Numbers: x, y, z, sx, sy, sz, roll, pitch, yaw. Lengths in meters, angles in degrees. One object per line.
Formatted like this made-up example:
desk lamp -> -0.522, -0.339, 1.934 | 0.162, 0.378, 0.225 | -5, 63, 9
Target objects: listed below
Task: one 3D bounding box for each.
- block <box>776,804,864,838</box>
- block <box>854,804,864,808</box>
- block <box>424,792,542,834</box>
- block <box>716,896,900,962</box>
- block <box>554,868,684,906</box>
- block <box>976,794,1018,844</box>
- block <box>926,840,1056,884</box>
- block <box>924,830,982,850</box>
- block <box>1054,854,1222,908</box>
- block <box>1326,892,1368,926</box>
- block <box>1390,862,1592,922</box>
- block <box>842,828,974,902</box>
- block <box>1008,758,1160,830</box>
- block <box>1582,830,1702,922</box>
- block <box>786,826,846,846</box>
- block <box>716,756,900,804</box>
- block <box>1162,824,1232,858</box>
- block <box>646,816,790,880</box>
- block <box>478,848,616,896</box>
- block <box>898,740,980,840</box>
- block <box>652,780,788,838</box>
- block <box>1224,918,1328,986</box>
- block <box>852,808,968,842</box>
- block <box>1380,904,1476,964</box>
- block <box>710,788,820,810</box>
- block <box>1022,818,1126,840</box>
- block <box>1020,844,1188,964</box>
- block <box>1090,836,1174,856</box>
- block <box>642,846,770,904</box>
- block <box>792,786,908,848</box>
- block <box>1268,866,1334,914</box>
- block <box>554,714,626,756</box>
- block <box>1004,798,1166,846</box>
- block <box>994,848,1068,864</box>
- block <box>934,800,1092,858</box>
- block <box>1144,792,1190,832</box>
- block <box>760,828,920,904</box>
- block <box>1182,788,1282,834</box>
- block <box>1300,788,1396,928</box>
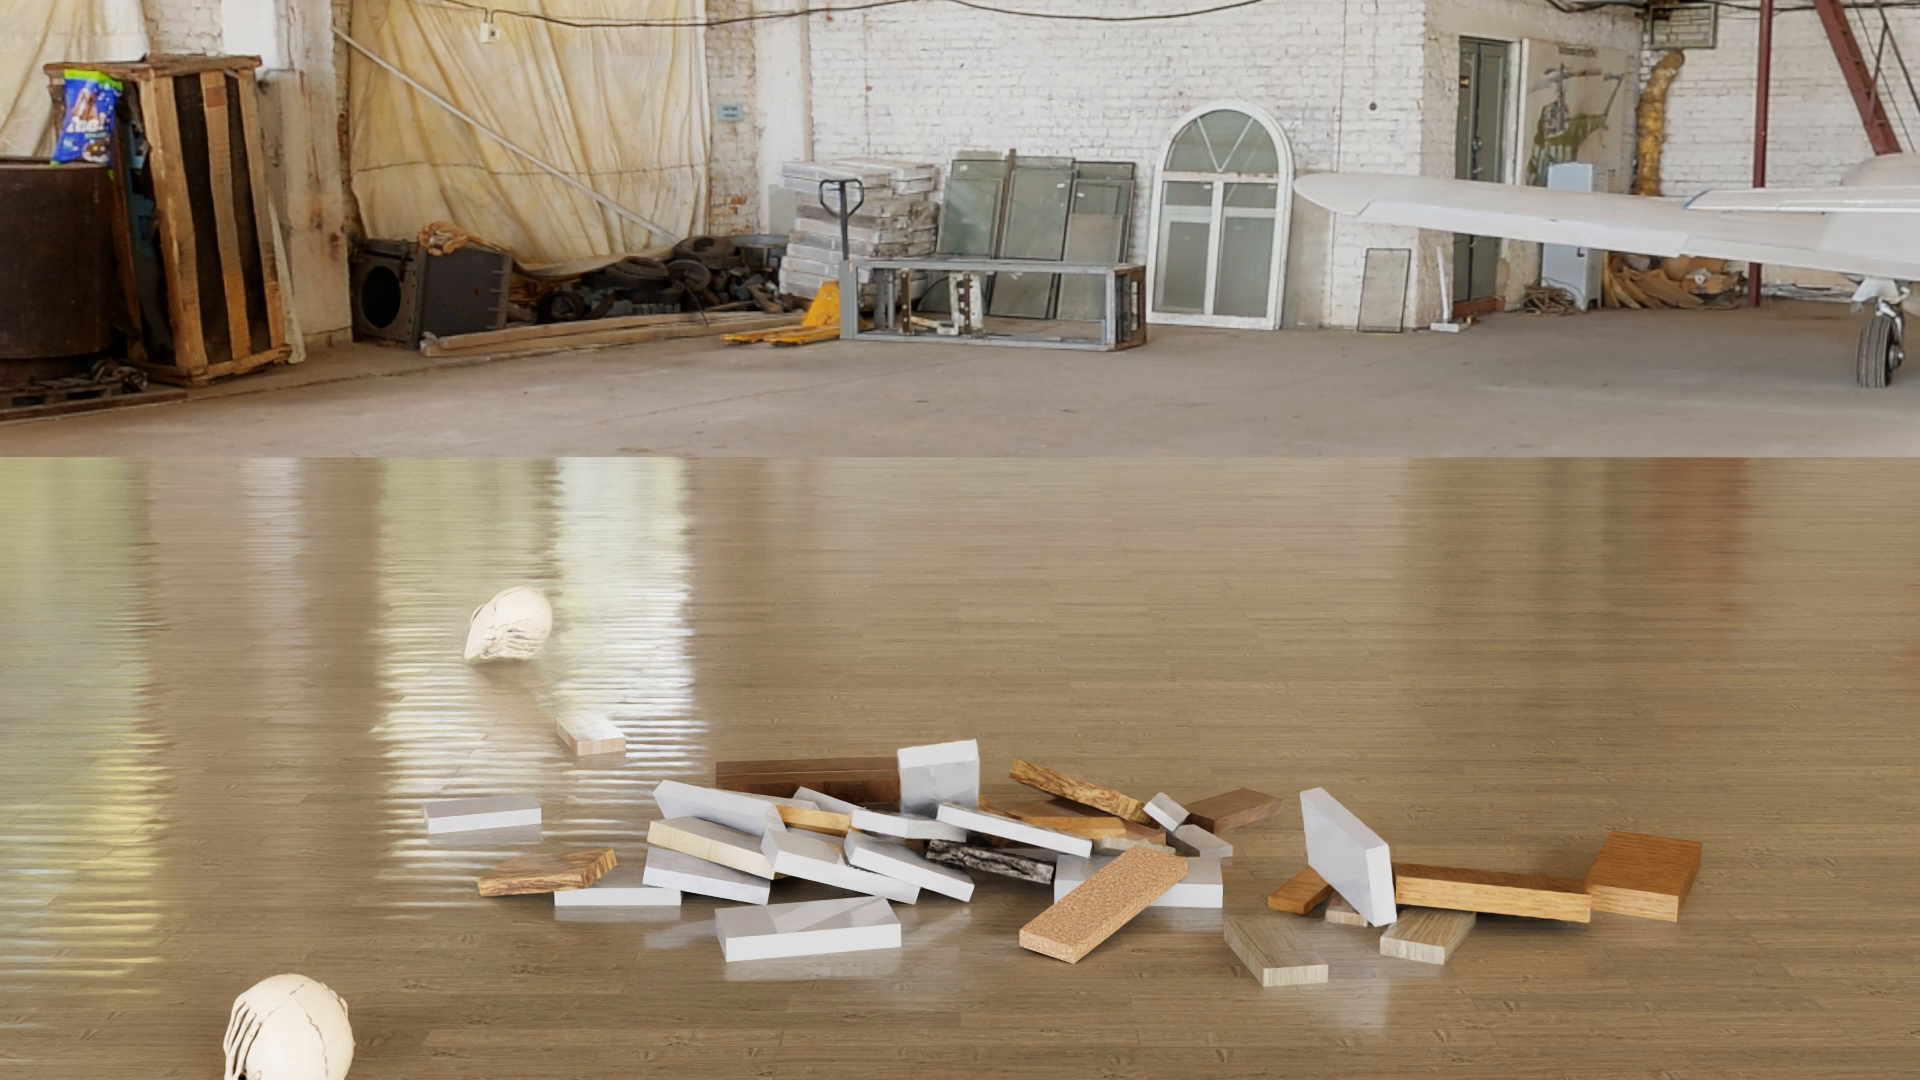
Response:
block -> -0.269, 0.508, 3.846 | 0.211, 0.105, 0.030 | 5, 55, 24
block -> -0.263, 0.495, 4.100 | 0.101, 0.029, 0.202 | -5, 12, -27
block -> -0.881, 0.504, 4.056 | 0.202, 0.029, 0.101 | -3, 11, -18
block -> -0.240, 0.610, 3.459 | 0.273, 0.038, 0.133 | -3, 11, -13
block -> -0.563, 0.576, 3.662 | 0.206, 0.029, 0.103 | 0, 11, 0
block -> 0.023, 0.489, 4.011 | 0.066, 0.019, 0.349 | -3, 11, -21
block -> 0.055, 0.538, 3.690 | 0.210, 0.030, 0.105 | 12, -5, 7
block -> -0.006, 0.518, 3.983 | 0.095, 0.027, 0.190 | 1, 11, 6
block -> 0.298, 0.569, 3.677 | 0.275, 0.039, 0.137 | 1, 11, 4
block -> 0.643, 0.595, 3.589 | 0.066, 0.019, 0.132 | 4, 11, 20
block -> 0.852, 0.568, 3.556 | 0.303, 0.043, 0.152 | 5, 1, 7
block -> -0.086, 0.539, 3.646 | 0.210, 0.030, 0.105 | 20, 5, -12
block -> 0.231, 0.469, 4.050 | 0.137, 0.039, 0.274 | 27, -9, -40
block -> 1.149, 0.562, 3.701 | 0.152, 0.043, 0.303 | 5, 12, 25
block -> -0.237, 0.533, 3.801 | 0.131, 0.065, 0.018 | 6, 49, 31
block -> -0.266, 0.453, 4.132 | 0.383, 0.043, 0.152 | -1, 11, -6
block -> 0.420, 0.537, 3.905 | 0.067, 0.019, 0.134 | -5, 12, -24
block -> -0.391, 0.520, 3.729 | 0.248, 0.035, 0.124 | 13, 3, 23
block -> -0.686, 0.553, 3.654 | 0.206, 0.029, 0.103 | -8, 11, 25
block -> -0.036, 0.432, 3.789 | 0.133, 0.038, 0.266 | -7, -34, -4
block -> -0.412, 0.494, 3.844 | 0.248, 0.124, 0.035 | 7, 43, 33
block -> 0.482, 0.631, 3.372 | 0.100, 0.028, 0.200 | -2, 11, -10
block -> -0.082, 0.480, 3.693 | 0.105, 0.030, 0.210 | 7, -6, 29
block -> 0.739, 0.614, 3.462 | 0.100, 0.028, 0.200 | 5, 12, 26
block -> -0.340, 0.494, 3.923 | 0.211, 0.105, 0.030 | 5, 56, 23
block -> 0.198, 0.505, 3.850 | 0.174, 0.018, 0.065 | 1, 10, -6
block -> 0.234, 0.578, 3.518 | 0.100, 0.028, 0.352 | 12, 23, 33
block -> 0.292, 0.532, 3.755 | 0.134, 0.019, 0.067 | 12, -24, -23
block -> -0.420, 0.557, 3.648 | 0.206, 0.029, 0.103 | 11, 9, -7
block -> -0.196, 0.500, 3.890 | 0.211, 0.105, 0.030 | 11, 59, 47
block -> 0.573, 0.577, 3.630 | 0.067, 0.019, 0.134 | 6, 20, 39
block -> -0.772, 0.405, 4.588 | 0.101, 0.029, 0.202 | -4, 11, -23
block -> 0.221, 0.522, 3.927 | 0.137, 0.039, 0.274 | -9, 14, -39
block -> 0.128, 0.554, 3.811 | 0.132, 0.019, 0.066 | 0, 11, -1
block -> 0.089, 0.491, 3.734 | 0.264, 0.027, 0.095 | 14, -3, -1
block -> 0.372, 0.489, 3.963 | 0.065, 0.018, 0.131 | 37, 10, 11
block -> -0.198, 0.539, 3.637 | 0.248, 0.035, 0.124 | 16, 6, -17
block -> 0.498, 0.501, 4.075 | 0.190, 0.027, 0.095 | -9, 14, -41
block -> 0.626, 0.510, 3.560 | 0.038, 0.133, 0.266 | -13, 16, -11
